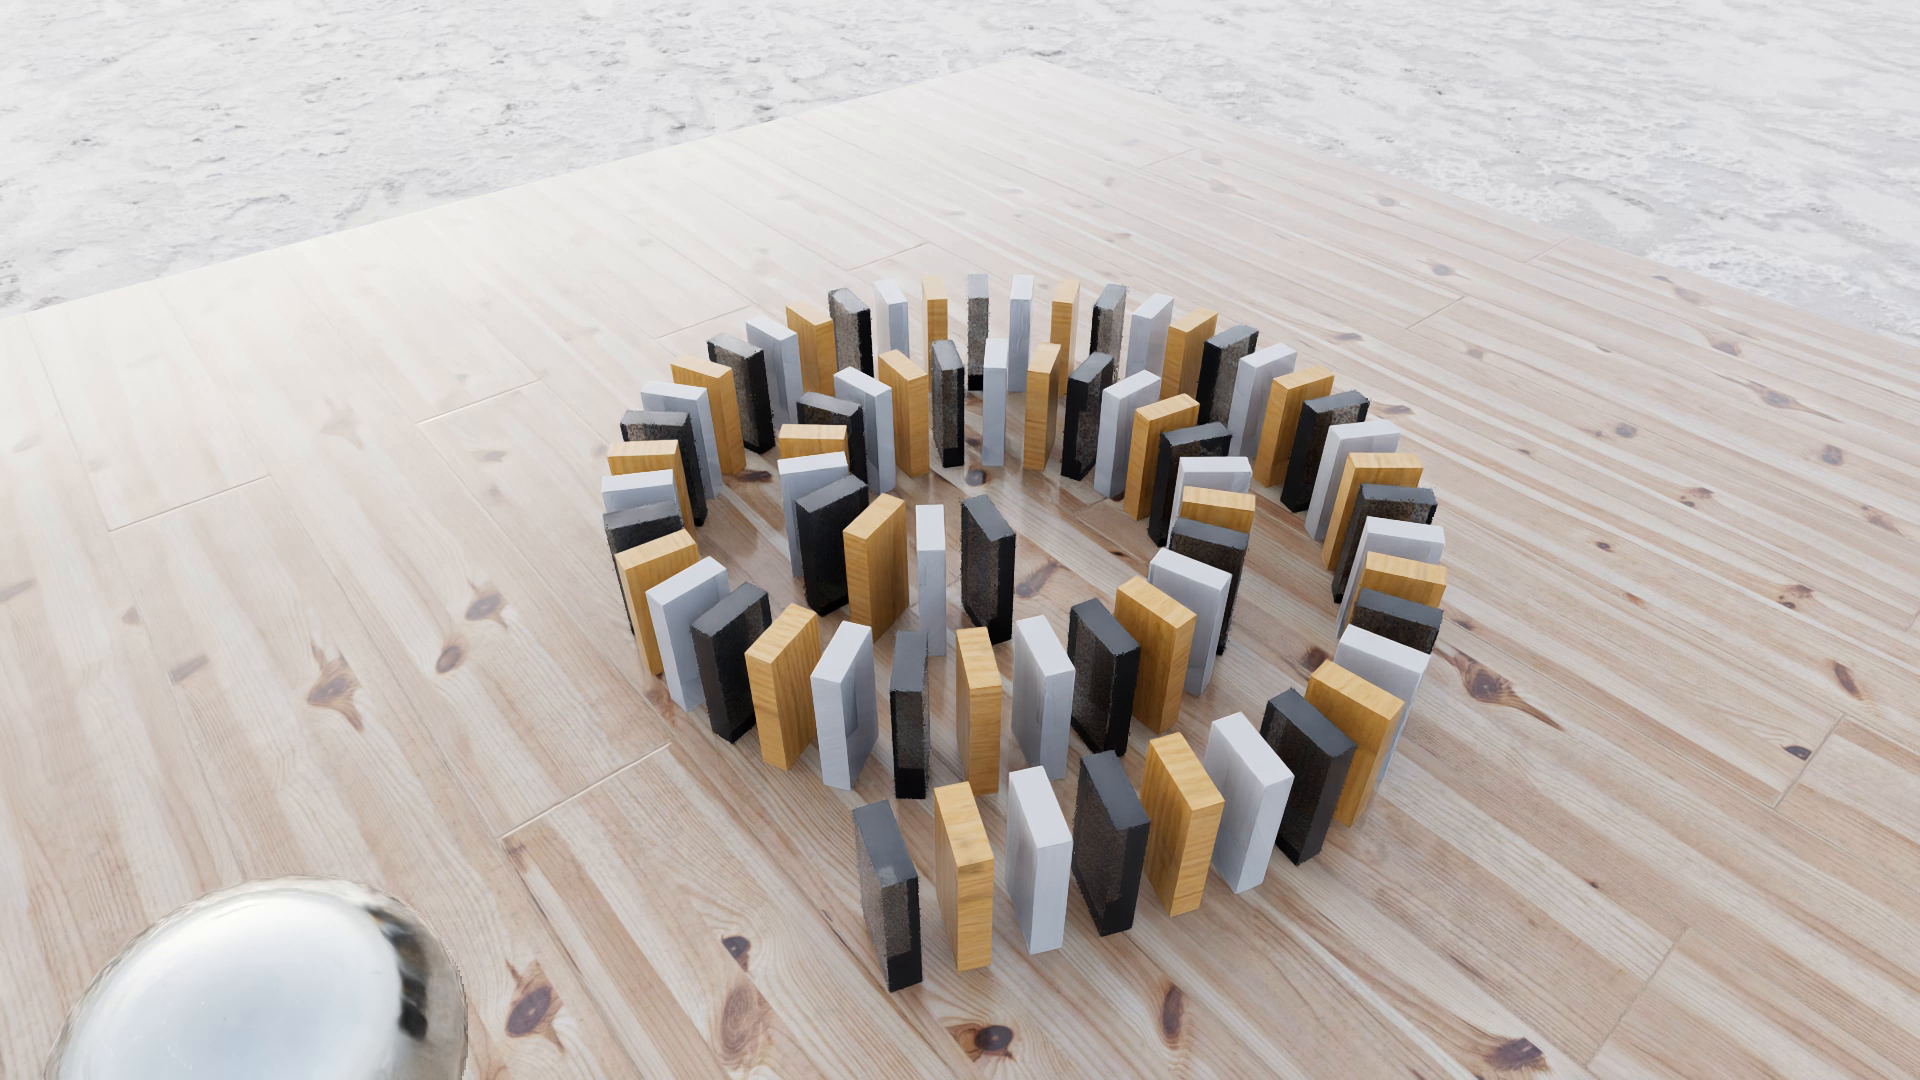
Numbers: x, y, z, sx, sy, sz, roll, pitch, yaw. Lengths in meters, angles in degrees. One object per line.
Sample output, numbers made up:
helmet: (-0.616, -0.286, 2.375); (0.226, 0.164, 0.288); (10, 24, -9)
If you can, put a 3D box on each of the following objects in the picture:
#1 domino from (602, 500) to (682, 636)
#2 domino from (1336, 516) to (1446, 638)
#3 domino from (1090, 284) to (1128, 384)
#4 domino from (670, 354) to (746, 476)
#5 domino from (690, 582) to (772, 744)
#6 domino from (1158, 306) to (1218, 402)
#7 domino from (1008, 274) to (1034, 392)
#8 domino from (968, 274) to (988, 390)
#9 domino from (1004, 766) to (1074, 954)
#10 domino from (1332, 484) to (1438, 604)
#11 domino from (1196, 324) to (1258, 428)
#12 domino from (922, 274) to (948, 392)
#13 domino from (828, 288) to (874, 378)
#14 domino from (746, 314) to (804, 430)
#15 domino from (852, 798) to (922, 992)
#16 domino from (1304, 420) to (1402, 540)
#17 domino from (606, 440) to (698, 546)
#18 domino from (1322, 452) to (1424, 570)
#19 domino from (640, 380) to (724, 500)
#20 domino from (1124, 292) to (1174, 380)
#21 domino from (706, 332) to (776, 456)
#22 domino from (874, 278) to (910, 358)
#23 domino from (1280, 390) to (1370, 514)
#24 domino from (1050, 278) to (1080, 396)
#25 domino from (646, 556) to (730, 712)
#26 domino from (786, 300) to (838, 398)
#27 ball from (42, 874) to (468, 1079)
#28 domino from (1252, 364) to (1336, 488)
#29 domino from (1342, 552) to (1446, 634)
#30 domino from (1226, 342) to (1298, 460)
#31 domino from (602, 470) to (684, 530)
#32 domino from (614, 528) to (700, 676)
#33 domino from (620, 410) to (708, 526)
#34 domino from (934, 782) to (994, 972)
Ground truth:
domino: (-0.111, 0.010, 0.399); (0.025, 0.050, 0.009); (-13, 41, -15)
domino: (0.153, 0.016, 0.392); (0.025, 0.050, 0.009); (9, 40, 11)
domino: (0.070, -0.094, 0.526); (0.009, 0.050, 0.025); (14, 41, 16)
domino: (-0.109, -0.054, 0.477); (0.025, 0.050, 0.009); (19, 43, 21)
domino: (-0.073, 0.041, 0.362); (0.010, 0.050, 0.025); (24, 45, 27)
domino: (0.105, -0.080, 0.509); (0.009, 0.050, 0.025); (31, 48, 32)
domino: (0.029, -0.100, 0.533); (0.010, 0.050, 0.025); (4, 39, 5)
domino: (0.009, -0.101, 0.534); (0.010, 0.050, 0.025); (0, 39, 0)
domino: (0.021, 0.089, 0.303); (0.009, 0.050, 0.025); (-9, 40, -11)
domino: (0.157, 0.003, 0.408); (0.025, 0.050, 0.009); (5, 40, 6)
domino: (0.119, -0.070, 0.497); (0.025, 0.050, 0.010); (-28, 47, -30)
domino: (-0.012, -0.100, 0.533); (0.009, 0.050, 0.025); (-5, 40, -6)
domino: (-0.051, -0.091, 0.523); (0.009, 0.050, 0.025); (-20, 44, -23)
domino: (-0.084, -0.075, 0.503); (0.025, 0.050, 0.009); (32, 49, 33)
domino: (-0.019, 0.096, 0.294); (0.009, 0.050, 0.025); (-13, 41, -16)
domino: (0.156, -0.023, 0.440); (0.025, 0.050, 0.009); (-7, 40, -8)
domino: (-0.120, -0.015, 0.430); (0.025, 0.050, 0.009); (-2, 39, -3)
domino: (0.158, -0.010, 0.424); (0.025, 0.050, 0.009); (0, 39, 0)
domino: (-0.116, -0.042, 0.462); (0.025, 0.050, 0.010); (9, 40, 11)
domino: (0.088, -0.088, 0.519); (0.009, 0.050, 0.025); (22, 44, 25)
domino: (-0.097, -0.065, 0.491); (0.025, 0.050, 0.010); (26, 46, 28)
domino: (-0.032, -0.097, 0.530); (0.010, 0.050, 0.025); (-12, 41, -14)
domino: (0.151, -0.036, 0.456); (0.025, 0.050, 0.010); (-13, 41, -16)
domino: (0.050, -0.098, 0.531); (0.009, 0.050, 0.025); (8, 40, 10)
domino: (-0.089, 0.032, 0.372); (0.010, 0.050, 0.025); (32, 49, 33)
domino: (-0.068, -0.084, 0.514); (0.009, 0.050, 0.025); (-27, 46, -29)
ball: (-0.154, 0.116, 0.246); (0.080, 0.080, 0.080); (0, 39, 0)
domino: (0.142, -0.048, 0.470); (0.025, 0.050, 0.010); (-18, 43, -21)
domino: (0.147, 0.028, 0.377); (0.025, 0.050, 0.009); (13, 41, 15)
domino: (0.132, -0.060, 0.484); (0.025, 0.050, 0.009); (-23, 45, -25)
domino: (-0.117, -0.002, 0.414); (0.025, 0.050, 0.009); (-7, 40, -9)
domino: (-0.102, 0.022, 0.384); (0.025, 0.050, 0.009); (-23, 45, -25)
domino: (-0.120, -0.029, 0.446); (0.025, 0.050, 0.009); (3, 39, 3)
domino: (0.001, 0.092, 0.299); (0.009, 0.050, 0.025); (-9, 40, -11)
